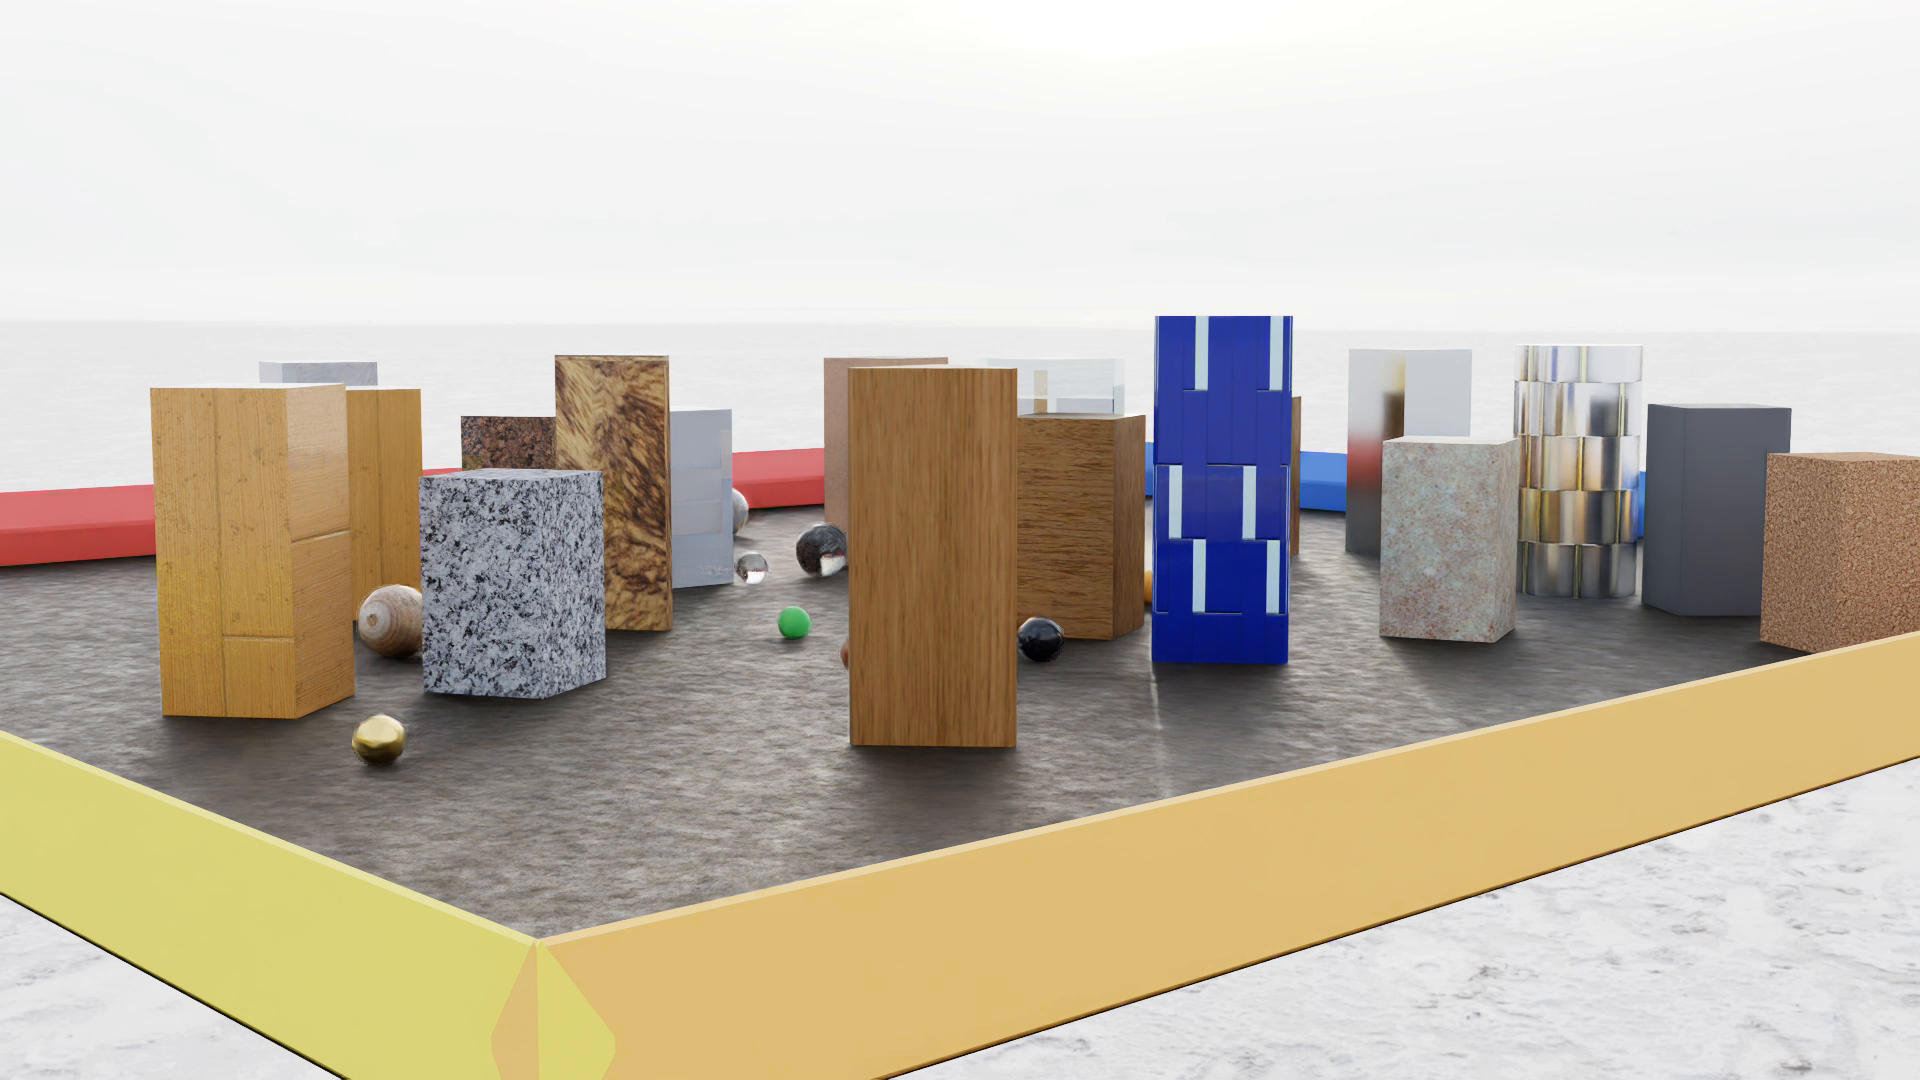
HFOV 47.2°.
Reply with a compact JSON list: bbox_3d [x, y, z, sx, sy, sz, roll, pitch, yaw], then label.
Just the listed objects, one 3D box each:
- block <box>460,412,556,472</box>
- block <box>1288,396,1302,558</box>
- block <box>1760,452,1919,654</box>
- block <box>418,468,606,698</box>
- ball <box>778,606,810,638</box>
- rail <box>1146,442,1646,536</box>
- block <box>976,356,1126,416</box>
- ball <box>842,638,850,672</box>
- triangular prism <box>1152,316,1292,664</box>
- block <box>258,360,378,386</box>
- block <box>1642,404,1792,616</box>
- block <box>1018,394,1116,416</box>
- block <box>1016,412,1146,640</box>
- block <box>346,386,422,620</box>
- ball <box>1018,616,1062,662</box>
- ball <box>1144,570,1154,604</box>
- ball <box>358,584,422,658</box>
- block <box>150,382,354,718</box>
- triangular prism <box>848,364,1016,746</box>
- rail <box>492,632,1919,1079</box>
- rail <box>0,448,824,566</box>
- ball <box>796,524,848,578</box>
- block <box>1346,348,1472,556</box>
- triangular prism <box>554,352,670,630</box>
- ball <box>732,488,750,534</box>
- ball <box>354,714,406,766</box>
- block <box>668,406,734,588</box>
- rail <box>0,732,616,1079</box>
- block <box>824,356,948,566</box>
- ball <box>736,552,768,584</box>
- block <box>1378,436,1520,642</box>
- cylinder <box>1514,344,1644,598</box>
[{"bbox_3d":[-0.715,-0.071,3.627,0.156,0.274,0.156,1,6,11],"label":"block"},{"bbox_3d":[0.519,-0.114,3.972,0.156,0.288,0.156,2,6,23],"label":"block"},{"bbox_3d":[1.176,0.016,2.901,0.156,0.253,0.156,-2,6,-15],"label":"block"},{"bbox_3d":[-0.528,0.047,2.607,0.156,0.251,0.156,2,6,18],"label":"block"},{"bbox_3d":[-0.226,0.112,2.985,0.044,0.044,0.044,0,6,0],"label":"ball"},{"bbox_3d":[1.210,-0.083,4.443,0.045,0.126,2.993,-5,8,-42],"label":"rail"},{"bbox_3d":[0.135,-0.085,3.289,0.156,0.373,0.156,-5,8,-40],"label":"block"},{"bbox_3d":[-0.117,0.139,2.674,0.055,0.055,0.055,0,6,0],"label":"ball"},{"bbox_3d":[0.338,-0.070,2.837,0.169,0.437,0.146,1,6,7],"label":"triangular prism"},{"bbox_3d":[-1.072,-0.120,3.690,0.156,0.358,0.156,-4,7,-31],"label":"block"},{"bbox_3d":[1.123,-0.049,3.273,0.156,0.303,0.156,0,6,-3],"label":"block"},{"bbox_3d":[0.219,-0.161,4.509,0.156,0.270,0.156,3,7,24],"label":"block"},{"bbox_3d":[0.161,-0.024,3.058,0.156,0.298,0.156,2,6,20],"label":"block"},{"bbox_3d":[-0.884,-0.057,3.221,0.156,0.331,0.156,-3,7,-29],"label":"block"},{"bbox_3d":[0.102,0.125,2.790,0.058,0.058,0.058,0,6,0],"label":"ball"},{"bbox_3d":[0.287,0.071,3.341,0.051,0.051,0.051,0,6,0],"label":"ball"},{"bbox_3d":[-0.721,0.104,2.814,0.094,0.094,0.094,0,6,0],"label":"ball"},{"bbox_3d":[-0.791,0.007,2.471,0.156,0.360,0.156,1,6,8],"label":"block"},{"bbox_3d":[-0.022,0.011,2.308,0.169,0.386,0.146,0,6,4],"label":"triangular prism"},{"bbox_3d":[0.999,0.146,2.255,3.341,0.126,0.045,-5,8,-42],"label":"rail"},{"bbox_3d":[-0.999,-0.080,4.408,3.341,0.126,0.045,-5,8,-42],"label":"rail"},{"bbox_3d":[-0.230,0.017,3.669,0.089,0.089,0.089,0,6,0],"label":"ball"},{"bbox_3d":[0.819,-0.162,4.018,0.156,0.373,0.156,-3,7,-29],"label":"block"},{"bbox_3d":[-0.466,-0.073,3.131,0.169,0.382,0.146,2,6,14],"label":"triangular prism"},{"bbox_3d":[-0.464,-0.056,4.336,0.096,0.096,0.096,0,6,0],"label":"ball"},{"bbox_3d":[-0.569,0.196,2.157,0.049,0.049,0.049,0,6,0],"label":"ball"},{"bbox_3d":[-0.480,-0.073,3.593,0.156,0.284,0.156,-5,8,-39],"label":"block"},{"bbox_3d":[-1.210,0.149,2.221,0.045,0.126,2.993,-5,8,-42],"label":"rail"},{"bbox_3d":[-0.129,-0.140,3.868,0.156,0.361,0.156,4,7,35],"label":"block"},{"bbox_3d":[-0.338,0.046,3.579,0.052,0.052,0.052,0,6,0],"label":"ball"},{"bbox_3d":[0.677,-0.005,3.037,0.156,0.266,0.156,3,7,24],"label":"block"},{"bbox_3d":[0.974,-0.114,3.481,0.195,0.389,0.195,0,6,0],"label":"cylinder"}]
